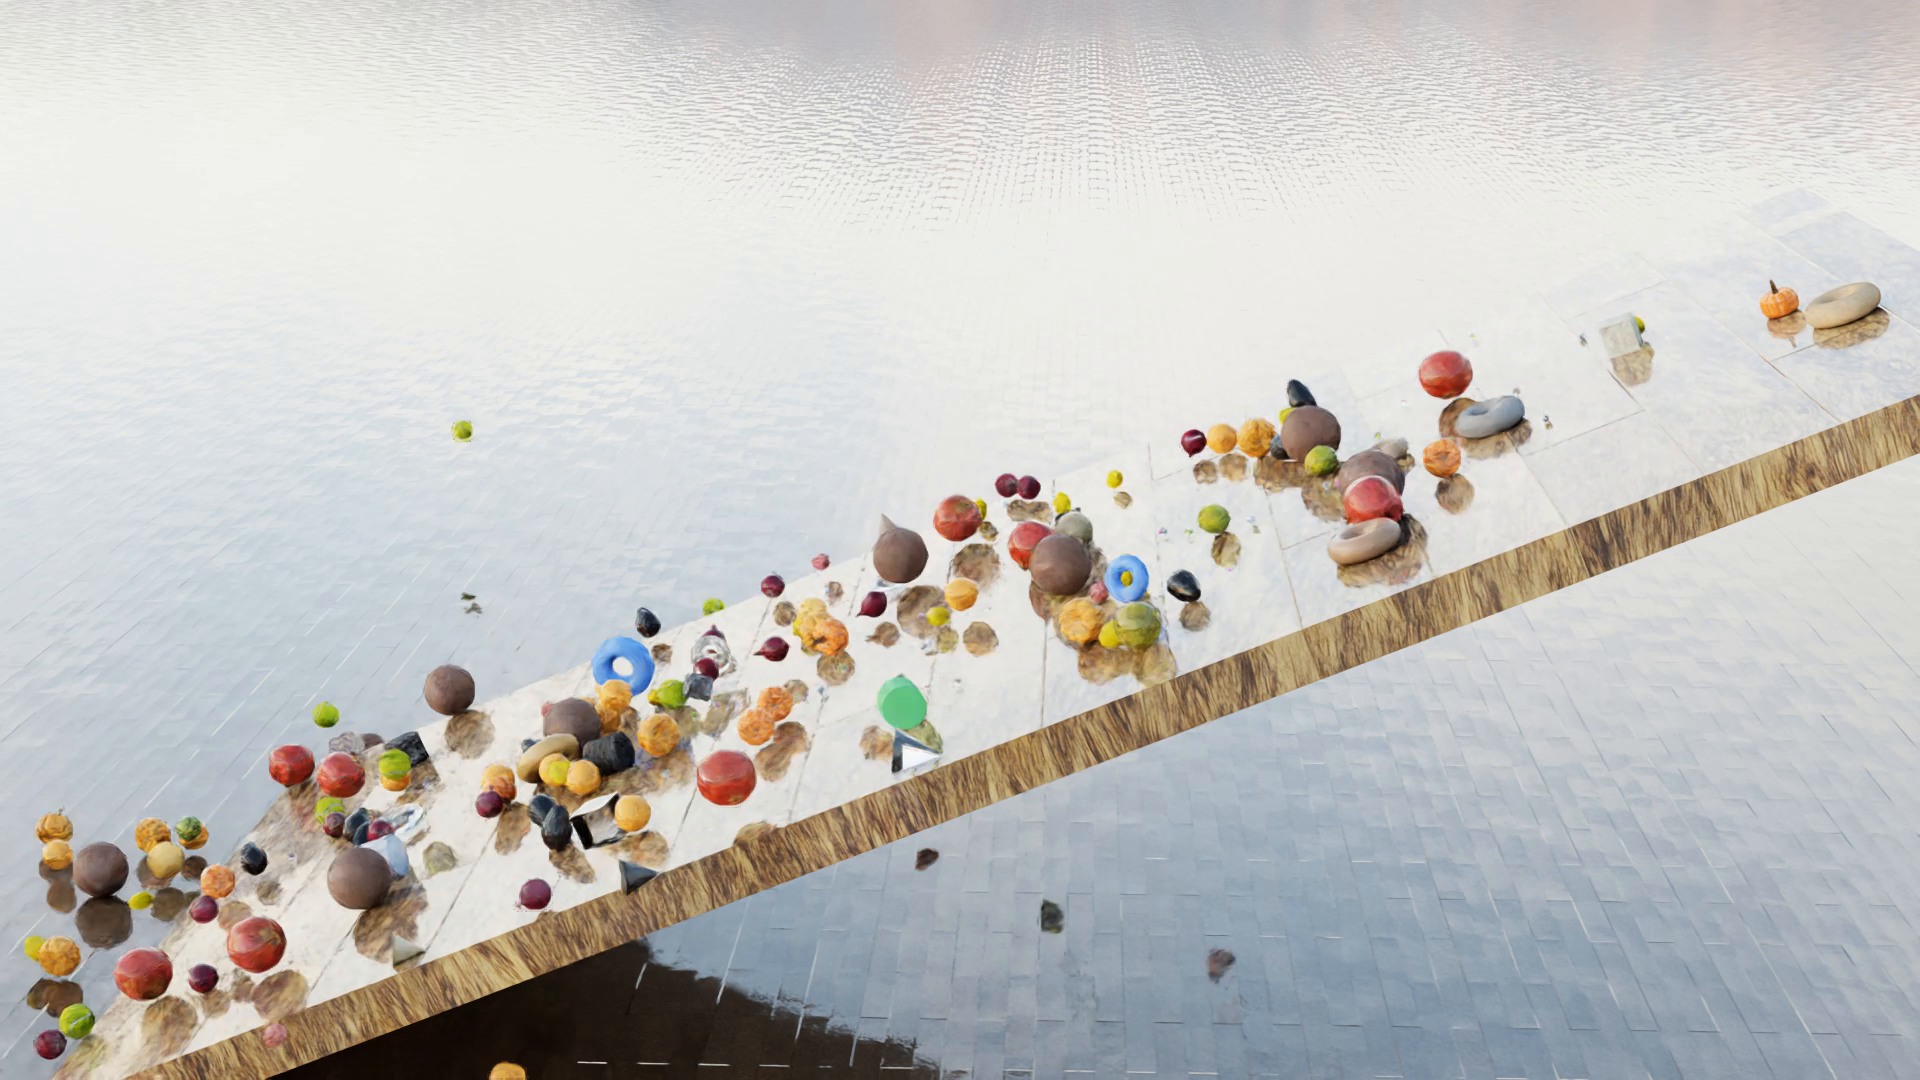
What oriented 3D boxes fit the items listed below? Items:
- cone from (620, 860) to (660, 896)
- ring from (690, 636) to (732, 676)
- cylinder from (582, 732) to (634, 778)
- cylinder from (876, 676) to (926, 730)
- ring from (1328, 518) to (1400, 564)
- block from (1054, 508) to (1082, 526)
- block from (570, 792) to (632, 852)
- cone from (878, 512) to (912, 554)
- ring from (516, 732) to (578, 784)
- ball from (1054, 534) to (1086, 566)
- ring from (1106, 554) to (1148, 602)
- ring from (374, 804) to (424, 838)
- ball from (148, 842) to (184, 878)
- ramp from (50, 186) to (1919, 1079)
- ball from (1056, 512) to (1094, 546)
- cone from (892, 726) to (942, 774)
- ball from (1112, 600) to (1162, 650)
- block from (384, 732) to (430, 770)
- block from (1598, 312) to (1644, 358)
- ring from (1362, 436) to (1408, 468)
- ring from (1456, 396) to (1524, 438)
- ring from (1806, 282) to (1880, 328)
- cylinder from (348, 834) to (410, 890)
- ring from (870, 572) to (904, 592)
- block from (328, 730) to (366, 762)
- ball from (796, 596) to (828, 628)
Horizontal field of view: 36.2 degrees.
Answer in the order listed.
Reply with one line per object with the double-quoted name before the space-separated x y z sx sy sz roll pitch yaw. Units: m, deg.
"cone" -0.583 0.614 5.389 0.069 0.069 0.069 -6 15 -15
"ring" -0.564 0.262 6.649 0.093 0.093 0.031 0 8 1
"cylinder" -0.744 0.456 6.229 0.080 0.080 0.080 -18 7 22
"cylinder" -0.113 0.315 5.668 0.086 0.086 0.086 -2 9 -9
"ring" 0.758 0.002 5.518 0.144 0.048 0.144 -22 12 5
"block" 0.249 -0.029 6.546 0.060 0.060 0.060 -21 12 8
"block" -0.701 0.551 5.751 0.077 0.077 0.077 -18 13 22
"cone" -0.178 -0.029 7.242 0.094 0.094 0.094 -22 12 5
"ring" -0.895 0.473 6.385 0.150 0.150 0.050 -16 64 -47
"ball" 0.236 0.022 6.332 0.067 0.067 0.067 0 14 0
"ring" 0.333 0.077 5.850 0.097 0.097 0.032 10 7 35
"ring" -1.247 0.622 6.530 0.118 0.039 0.118 -21 12 5
"ball" -1.895 0.765 7.021 0.087 0.087 0.087 0 14 0
"ramp" 0.126 0.172 6.289 4.000 0.100 2.000 -21 12 8
"ball" 0.251 -0.020 6.447 0.084 0.084 0.084 0 14 0
"cone" -0.076 0.390 5.392 0.088 0.088 0.088 5 14 3
"ball" 0.332 0.159 5.516 0.091 0.091 0.091 0 14 0
"block" -1.337 0.510 7.101 0.068 0.068 0.068 -31 15 -33
"block" 1.388 -0.430 6.176 0.068 0.068 0.068 -18 13 23
"ring" 0.883 -0.183 6.112 0.106 0.035 0.106 -25 10 5
"ring" 1.082 -0.250 6.007 0.146 0.049 0.146 -21 13 5
"ring" 1.721 -0.458 5.734 0.149 0.050 0.149 -23 11 5
"cylinder" -1.212 0.671 6.129 0.093 0.093 0.093 -20 10 13
"ring" -0.169 0.096 6.831 0.083 0.028 0.083 -12 16 3
"block" -1.568 0.539 7.528 0.065 0.065 0.065 -28 -34 14
"ball" -0.332 0.162 6.595 0.070 0.070 0.070 0 14 0
